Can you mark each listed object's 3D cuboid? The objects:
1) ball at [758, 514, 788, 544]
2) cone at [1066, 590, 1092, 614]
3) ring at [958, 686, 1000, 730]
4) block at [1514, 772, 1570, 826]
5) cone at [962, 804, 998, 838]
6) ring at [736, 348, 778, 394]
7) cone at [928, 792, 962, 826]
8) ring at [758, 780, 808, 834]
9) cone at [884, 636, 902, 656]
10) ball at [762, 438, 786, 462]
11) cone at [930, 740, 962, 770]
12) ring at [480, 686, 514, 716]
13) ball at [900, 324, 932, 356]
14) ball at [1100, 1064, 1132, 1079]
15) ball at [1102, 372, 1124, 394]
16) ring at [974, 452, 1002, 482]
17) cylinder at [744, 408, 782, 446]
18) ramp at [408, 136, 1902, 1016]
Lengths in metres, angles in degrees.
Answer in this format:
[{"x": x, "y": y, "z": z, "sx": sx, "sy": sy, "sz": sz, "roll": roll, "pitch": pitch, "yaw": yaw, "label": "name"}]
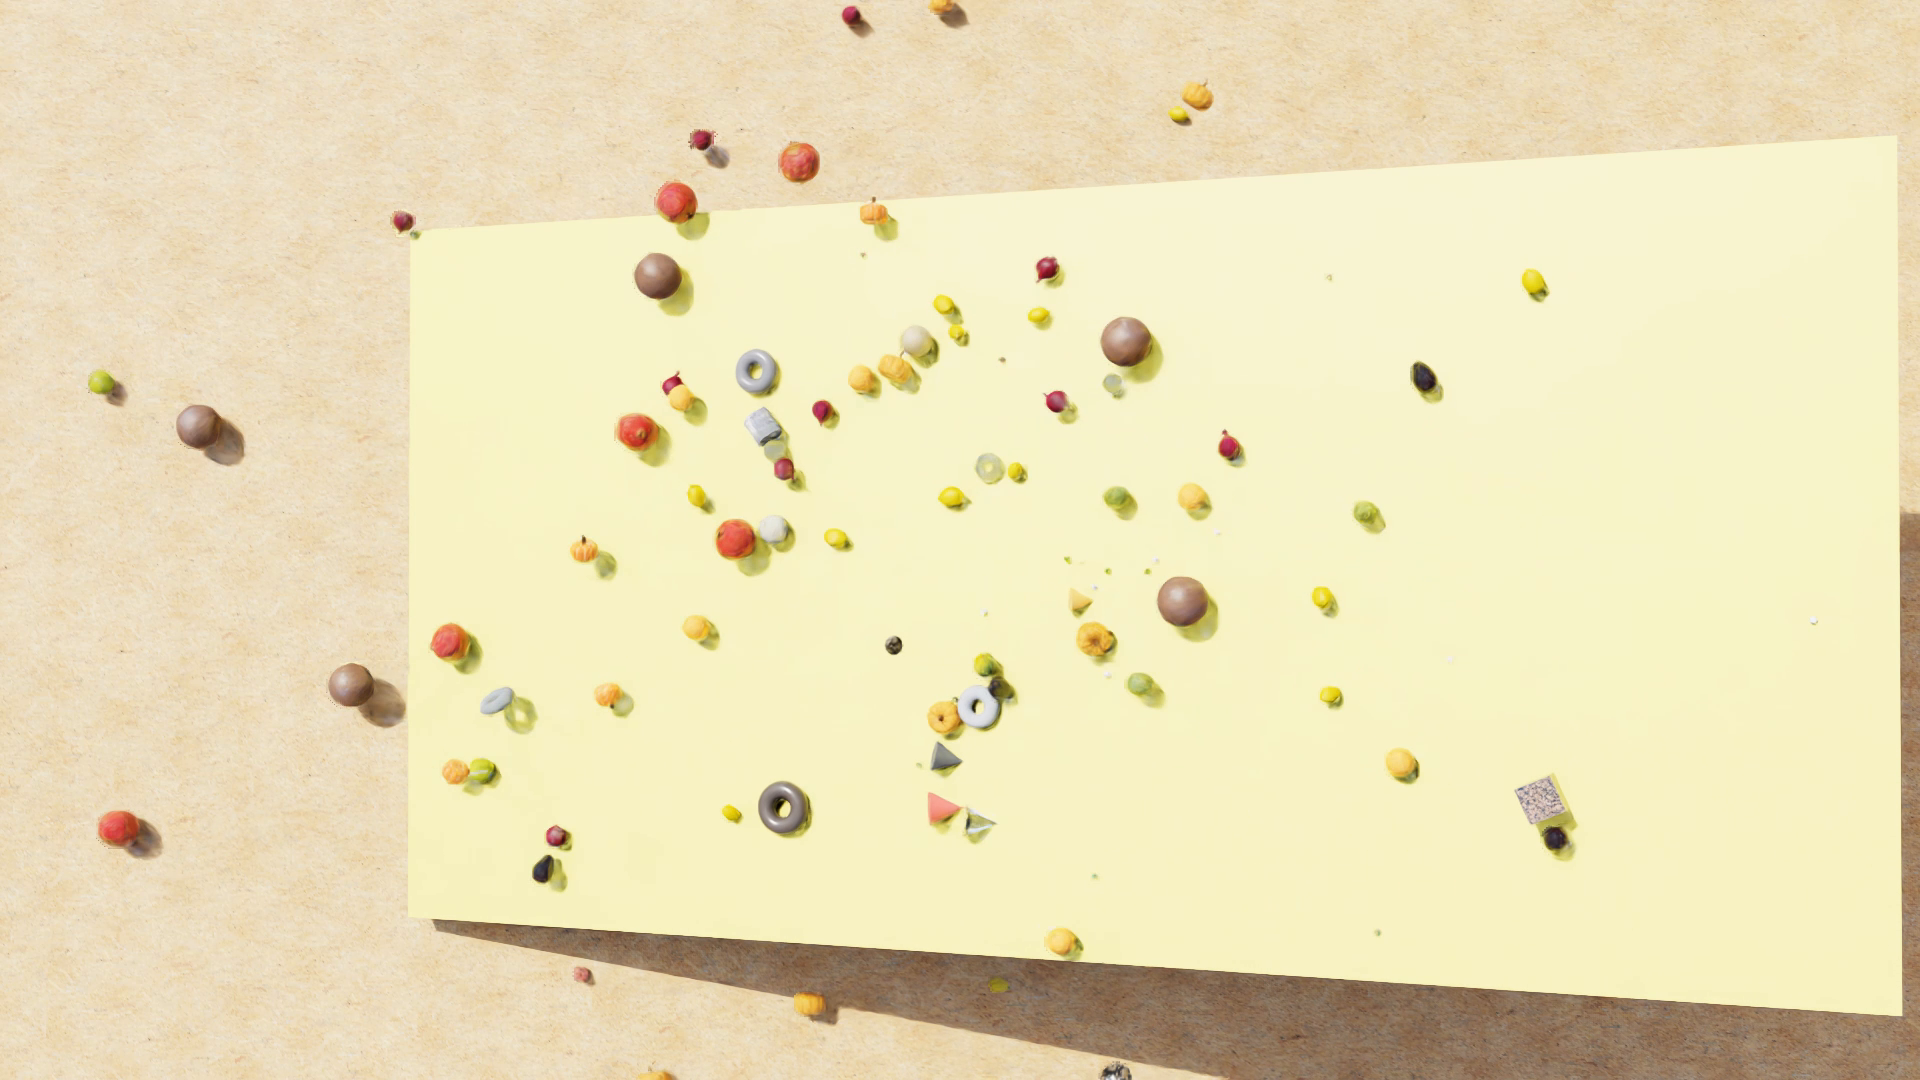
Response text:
[{"x": -0.504, "y": -0.030, "z": 5.953, "sx": 0.081, "sy": 0.081, "sz": 0.081, "roll": 0, "pitch": 89, "yaw": 0, "label": "ball"}, {"x": 0.316, "y": 0.155, "z": 5.668, "sx": 0.063, "sy": 0.063, "sz": 0.063, "roll": -8, "pitch": 89, "yaw": -22, "label": "cone"}, {"x": 0.048, "y": 0.438, "z": 5.761, "sx": 0.115, "sy": 0.038, "sz": 0.115, "roll": 0, "pitch": 91, "yaw": 21, "label": "ring"}, {"x": 1.383, "y": 0.615, "z": 5.224, "sx": 0.091, "sy": 0.091, "sz": 0.091, "roll": -26, "pitch": 81, "yaw": 19, "label": "block"}, {"x": 0.056, "y": 0.738, "z": 5.753, "sx": 0.088, "sy": 0.088, "sz": 0.088, "roll": 6, "pitch": 89, "yaw": -6, "label": "cone"}, {"x": -0.556, "y": -0.459, "z": 6.000, "sx": 0.126, "sy": 0.042, "sz": 0.126, "roll": 0, "pitch": 89, "yaw": 22, "label": "ring"}, {"x": -0.036, "y": 0.707, "z": 5.788, "sx": 0.091, "sy": 0.091, "sz": 0.091, "roll": -1, "pitch": 89, "yaw": -6, "label": "cone"}, {"x": -0.479, "y": 0.724, "z": 5.952, "sx": 0.148, "sy": 0.049, "sz": 0.148, "roll": -1, "pitch": 88, "yaw": 21, "label": "ring"}, {"x": -0.186, "y": 0.281, "z": 5.844, "sx": 0.053, "sy": 0.053, "sz": 0.053, "roll": 0, "pitch": 89, "yaw": 21, "label": "cone"}, {"x": -0.502, "y": -0.242, "z": 5.964, "sx": 0.065, "sy": 0.065, "sz": 0.065, "roll": 0, "pitch": 89, "yaw": 0, "label": "ball"}, {"x": -0.029, "y": 0.576, "z": 5.788, "sx": 0.083, "sy": 0.083, "sz": 0.083, "roll": 13, "pitch": 89, "yaw": -6, "label": "cone"}, {"x": -1.304, "y": 0.454, "z": 6.198, "sx": 0.109, "sy": 0.109, "sz": 0.036, "roll": -28, "pitch": 111, "yaw": 0, "label": "ring"}, {"x": -0.115, "y": -0.526, "z": 5.811, "sx": 0.084, "sy": 0.084, "sz": 0.084, "roll": 0, "pitch": 89, "yaw": 0, "label": "ball"}, {"x": 0.450, "y": 1.554, "z": 6.328, "sx": 0.093, "sy": 0.093, "sz": 0.093, "roll": 0, "pitch": 89, "yaw": 0, "label": "ball"}, {"x": 0.391, "y": -0.402, "z": 5.633, "sx": 0.053, "sy": 0.053, "sz": 0.053, "roll": 0, "pitch": 89, "yaw": 0, "label": "ball"}, {"x": 0.075, "y": -0.192, "z": 5.765, "sx": 0.078, "sy": 0.026, "sz": 0.078, "roll": -1, "pitch": 88, "yaw": 25, "label": "ring"}, {"x": -0.534, "y": -0.307, "z": 5.970, "sx": 0.077, "sy": 0.077, "sz": 0.077, "roll": -35, "pitch": 75, "yaw": 0, "label": "cylinder"}, {"x": 0.282, "y": 0.088, "z": 5.751, "sx": 4.000, "sy": 0.100, "sz": 2.000, "roll": 0, "pitch": 89, "yaw": 21, "label": "ramp"}]
